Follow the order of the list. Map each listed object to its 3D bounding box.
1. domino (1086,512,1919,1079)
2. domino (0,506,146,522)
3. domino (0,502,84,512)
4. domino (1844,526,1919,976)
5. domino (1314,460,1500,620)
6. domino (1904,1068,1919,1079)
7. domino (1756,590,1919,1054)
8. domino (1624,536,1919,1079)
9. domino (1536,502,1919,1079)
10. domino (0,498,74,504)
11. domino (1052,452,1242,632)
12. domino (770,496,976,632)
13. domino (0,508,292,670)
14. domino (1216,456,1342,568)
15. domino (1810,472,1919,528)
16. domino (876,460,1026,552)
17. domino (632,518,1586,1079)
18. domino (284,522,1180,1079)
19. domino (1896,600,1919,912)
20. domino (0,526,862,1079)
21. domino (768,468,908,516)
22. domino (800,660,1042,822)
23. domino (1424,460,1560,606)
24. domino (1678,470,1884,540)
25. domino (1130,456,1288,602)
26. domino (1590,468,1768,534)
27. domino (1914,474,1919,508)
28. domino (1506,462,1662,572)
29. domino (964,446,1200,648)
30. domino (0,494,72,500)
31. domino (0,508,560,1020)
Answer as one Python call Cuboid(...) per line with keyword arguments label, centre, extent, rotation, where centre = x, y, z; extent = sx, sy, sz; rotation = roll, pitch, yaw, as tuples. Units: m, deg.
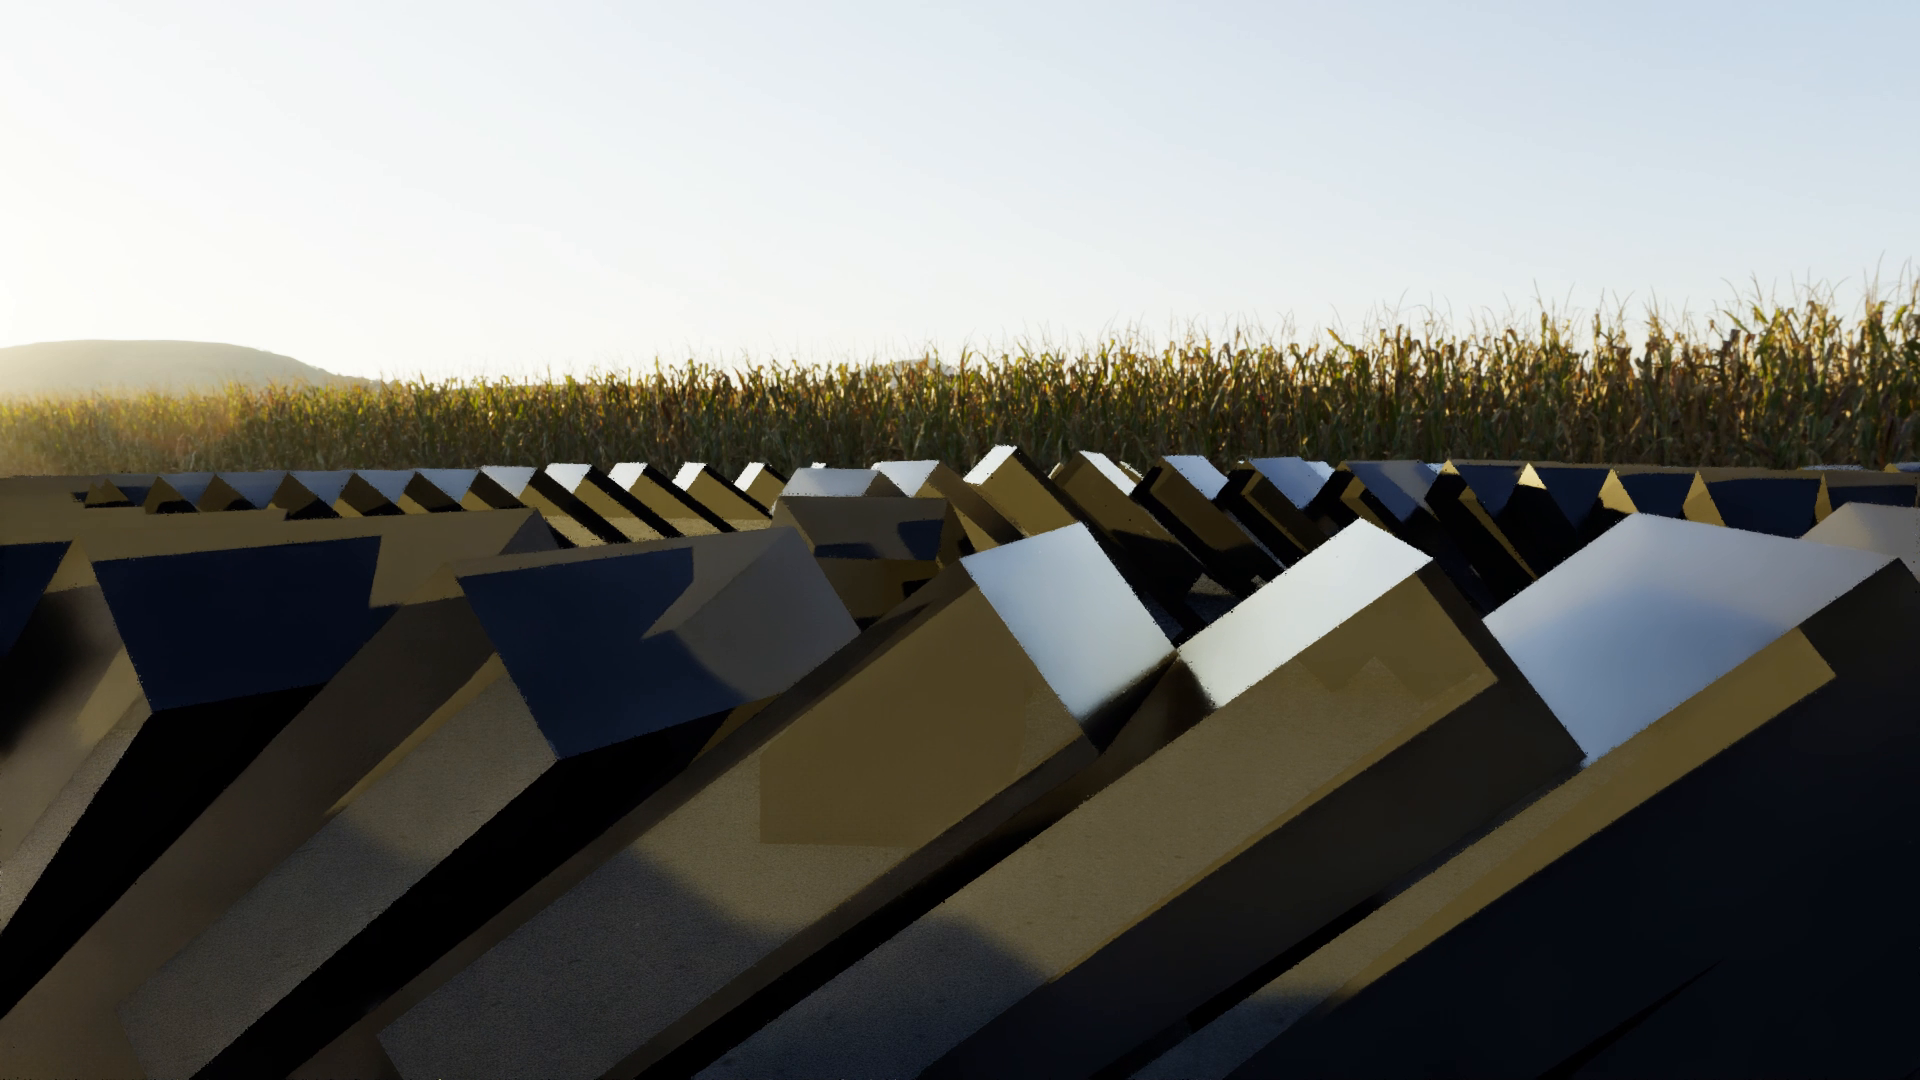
Cuboid(label="domino", centre=(0.021, 0.018, 0.066), extent=(0.050, 0.010, 0.025), rotation=(-38, 0, 8))
Cuboid(label="domino", centre=(-0.076, 0.016, 0.097), extent=(0.025, 0.009, 0.050), rotation=(-4, -32, -36))
Cuboid(label="domino", centre=(-0.087, 0.015, 0.110), extent=(0.025, 0.010, 0.050), rotation=(-3, -32, -30))
Cuboid(label="domino", centre=(0.094, 0.015, 0.108), extent=(0.025, 0.009, 0.050), rotation=(4, 44, 42))
Cuboid(label="domino", centre=(0.090, 0.005, 0.232), extent=(0.025, 0.009, 0.050), rotation=(-3, 45, -37))
Cuboid(label="domino", centre=(0.055, 0.018, 0.072), extent=(0.050, 0.009, 0.025), rotation=(-40, 11, -5))
Cuboid(label="domino", centre=(0.083, 0.016, 0.095), extent=(0.050, 0.009, 0.025), rotation=(-46, 28, -24))
Cuboid(label="domino", centre=(0.070, 0.017, 0.084), extent=(0.050, 0.009, 0.025), rotation=(-45, 22, -18))
Cuboid(label="domino", centre=(0.038, 0.018, 0.068), extent=(0.050, 0.010, 0.025), rotation=(-38, 6, 2))
Cuboid(label="domino", centre=(-0.097, 0.014, 0.124), extent=(0.025, 0.009, 0.050), rotation=(-2, -32, -26))
Cuboid(label="domino", centre=(0.041, 0.003, 0.250), extent=(0.050, 0.009, 0.025), rotation=(44, 13, 10))
Cuboid(label="domino", centre=(-0.008, 0.010, 0.194), extent=(0.025, 0.009, 0.050), rotation=(1, -29, 18))
Cuboid(label="domino", centre=(-0.063, 0.017, 0.086), extent=(0.025, 0.010, 0.050), rotation=(-5, -31, -44))
Cuboid(label="domino", centre=(0.073, 0.005, 0.240), extent=(0.025, 0.009, 0.050), rotation=(-6, 49, -52))
Cuboid(label="domino", centre=(0.119, 0.012, 0.151), extent=(0.025, 0.010, 0.050), rotation=(2, 43, 23))
Cuboid(label="domino", centre=(0.006, 0.005, 0.231), extent=(0.050, 0.009, 0.025), rotation=(41, -15, -22))
Cuboid(label="domino", centre=(0.004, 0.018, 0.067), extent=(0.050, 0.009, 0.025), rotation=(-38, -3, 12))
Cuboid(label="domino", centre=(-0.013, 0.018, 0.069), extent=(0.050, 0.010, 0.025), rotation=(-38, -7, 16))
Cuboid(label="domino", centre=(0.106, 0.014, 0.121), extent=(0.025, 0.010, 0.050), rotation=(4, 44, 37))
Cuboid(label="domino", centre=(-0.030, 0.018, 0.072), extent=(0.050, 0.010, 0.025), rotation=(-39, -13, 24))
Cuboid(label="domino", centre=(-0.007, 0.007, 0.220), extent=(0.050, 0.010, 0.025), rotation=(43, -22, -31))
Cuboid(label="domino", centre=(-0.003, 0.025, 0.170), extent=(0.025, 0.010, 0.050), rotation=(0, 4, 6))
Cuboid(label="domino", centre=(0.104, 0.006, 0.220), extent=(0.025, 0.010, 0.050), rotation=(0, 44, -19))
Cuboid(label="domino", centre=(0.118, 0.010, 0.171), extent=(0.025, 0.010, 0.050), rotation=(1, 43, 7))
Cuboid(label="domino", centre=(0.058, 0.004, 0.246), extent=(0.050, 0.010, 0.025), rotation=(46, 22, 17))
Cuboid(label="domino", centre=(0.116, 0.009, 0.187), extent=(0.025, 0.010, 0.050), rotation=(0, 43, -2))
Cuboid(label="domino", centre=(0.115, 0.013, 0.134), extent=(0.025, 0.010, 0.050), rotation=(5, 44, 34))
Cuboid(label="domino", centre=(0.111, 0.008, 0.204), extent=(0.025, 0.010, 0.050), rotation=(0, 44, -10))
Cuboid(label="domino", centre=(0.023, 0.003, 0.243), extent=(0.050, 0.010, 0.025), rotation=(45, -2, -9))
Cuboid(label="domino", centre=(-0.105, 0.013, 0.139), extent=(0.025, 0.009, 0.050), rotation=(-2, -32, -21))
Cuboid(label="domino", centre=(-0.046, 0.017, 0.078), extent=(0.050, 0.010, 0.025), rotation=(-42, -18, 28))
